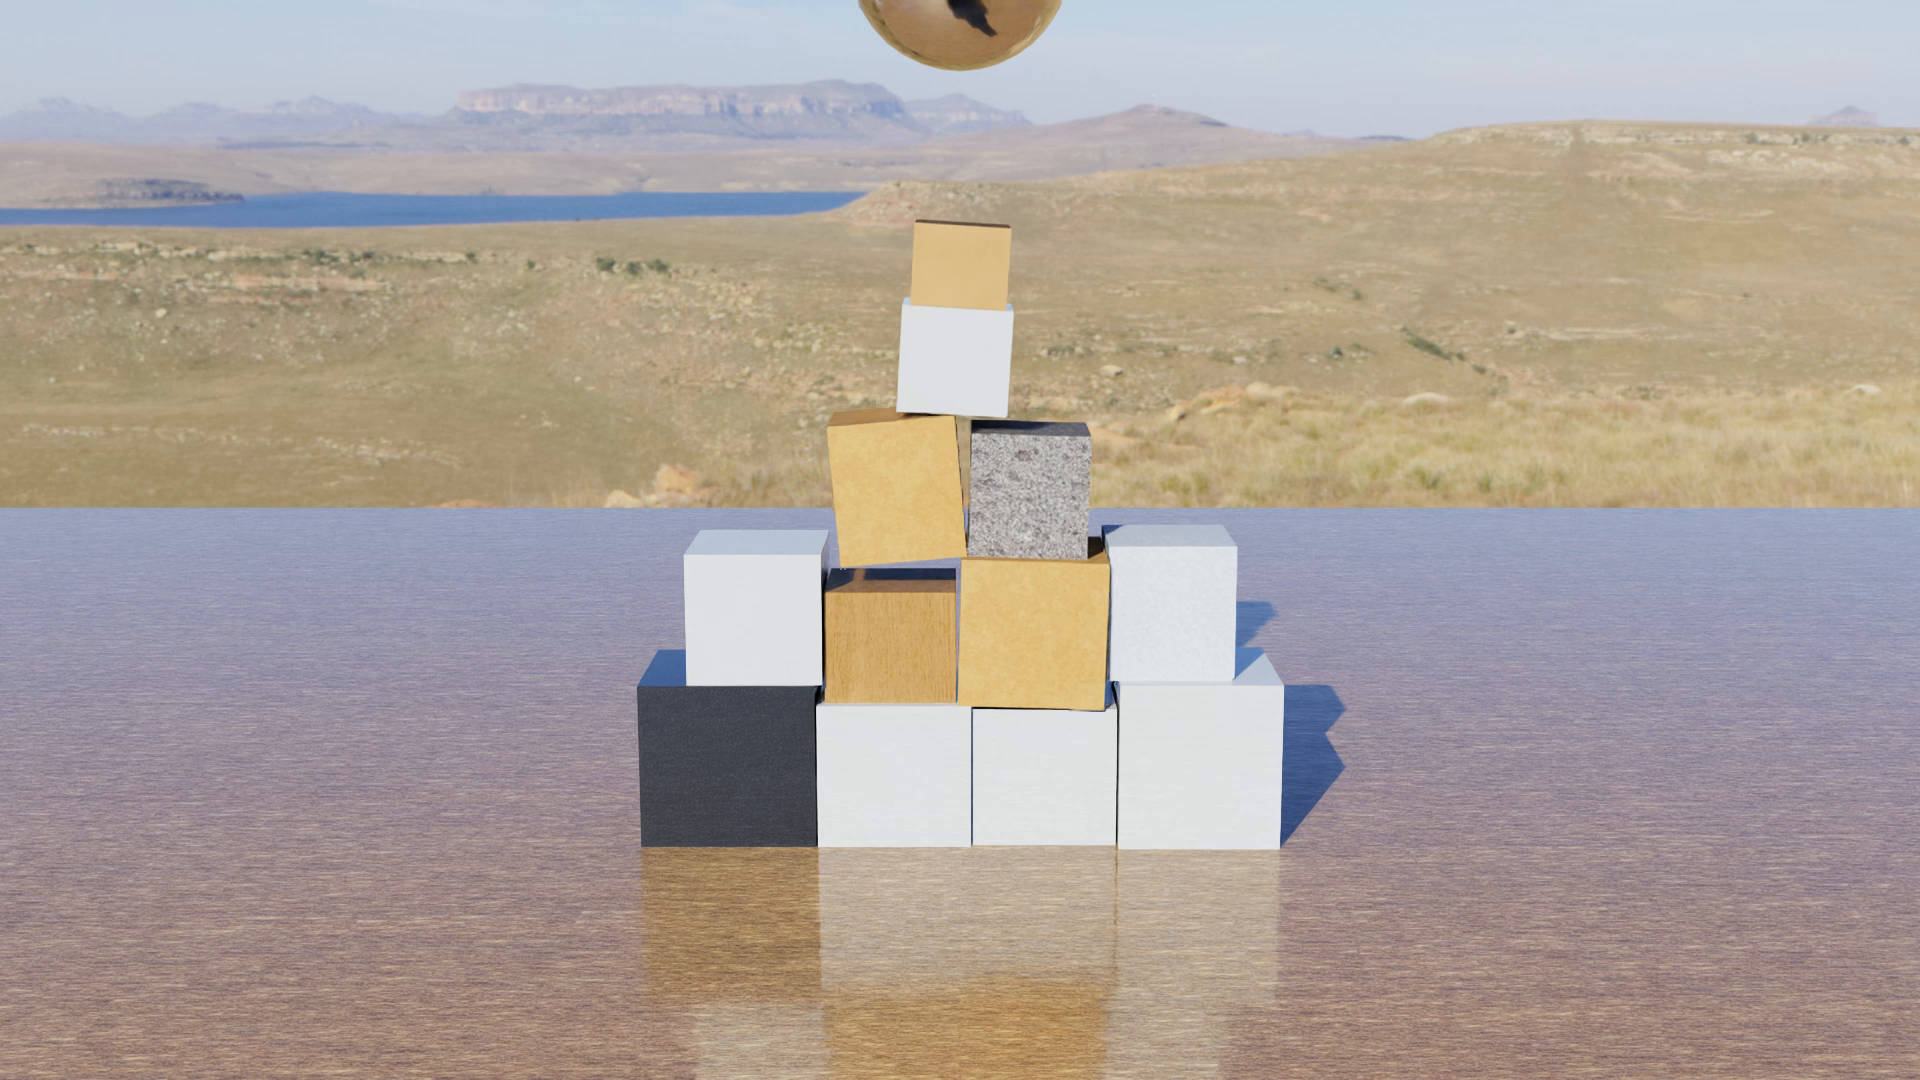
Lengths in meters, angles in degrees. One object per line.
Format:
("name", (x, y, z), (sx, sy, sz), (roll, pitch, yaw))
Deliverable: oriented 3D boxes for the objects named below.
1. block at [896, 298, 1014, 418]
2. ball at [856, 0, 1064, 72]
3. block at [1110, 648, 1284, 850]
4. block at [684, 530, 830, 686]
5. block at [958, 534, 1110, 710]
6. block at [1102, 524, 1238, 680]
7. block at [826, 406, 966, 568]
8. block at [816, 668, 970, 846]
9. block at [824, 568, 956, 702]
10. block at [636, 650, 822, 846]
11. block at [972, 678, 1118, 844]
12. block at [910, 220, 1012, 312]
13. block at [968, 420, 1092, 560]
("block", (-0.026, -0.922, 11.033), (0.544, 0.523, 0.532), (3, 10, -1))
("ball", (0.000, -4.154, 15.664), (1.600, 1.600, 1.600), (0, 10, 0))
("block", (1.199, 1.062, 11.368), (0.810, 0.843, 0.834), (0, 10, 0))
("block", (-1.022, 0.335, 11.227), (0.674, 0.659, 0.703), (0, 10, 0))
("block", (0.363, 0.405, 11.249), (0.729, 0.739, 0.757), (2, 10, 0))
("block", (1.054, 0.312, 11.231), (0.632, 0.682, 0.628), (0, 10, 0))
("block", (-0.310, -0.291, 11.138), (0.628, 0.703, 0.611), (-5, 10, 1))
("block", (-0.330, 1.115, 11.398), (0.768, 0.728, 0.801), (0, 10, 0))
("block", (-0.349, 0.482, 11.270), (0.653, 0.563, 0.635), (0, 10, 0))
("block", (-1.164, 1.064, 11.384), (0.880, 0.833, 0.795), (0, 10, 0))
("block", (0.424, 1.130, 11.381), (0.720, 0.705, 0.701), (0, 10, 0))
("block", (0.003, -1.370, 10.924), (0.469, 0.399, 0.487), (3, 10, -1))
("block", (0.345, -0.262, 11.131), (0.591, 0.614, 0.558), (2, 10, 0))
